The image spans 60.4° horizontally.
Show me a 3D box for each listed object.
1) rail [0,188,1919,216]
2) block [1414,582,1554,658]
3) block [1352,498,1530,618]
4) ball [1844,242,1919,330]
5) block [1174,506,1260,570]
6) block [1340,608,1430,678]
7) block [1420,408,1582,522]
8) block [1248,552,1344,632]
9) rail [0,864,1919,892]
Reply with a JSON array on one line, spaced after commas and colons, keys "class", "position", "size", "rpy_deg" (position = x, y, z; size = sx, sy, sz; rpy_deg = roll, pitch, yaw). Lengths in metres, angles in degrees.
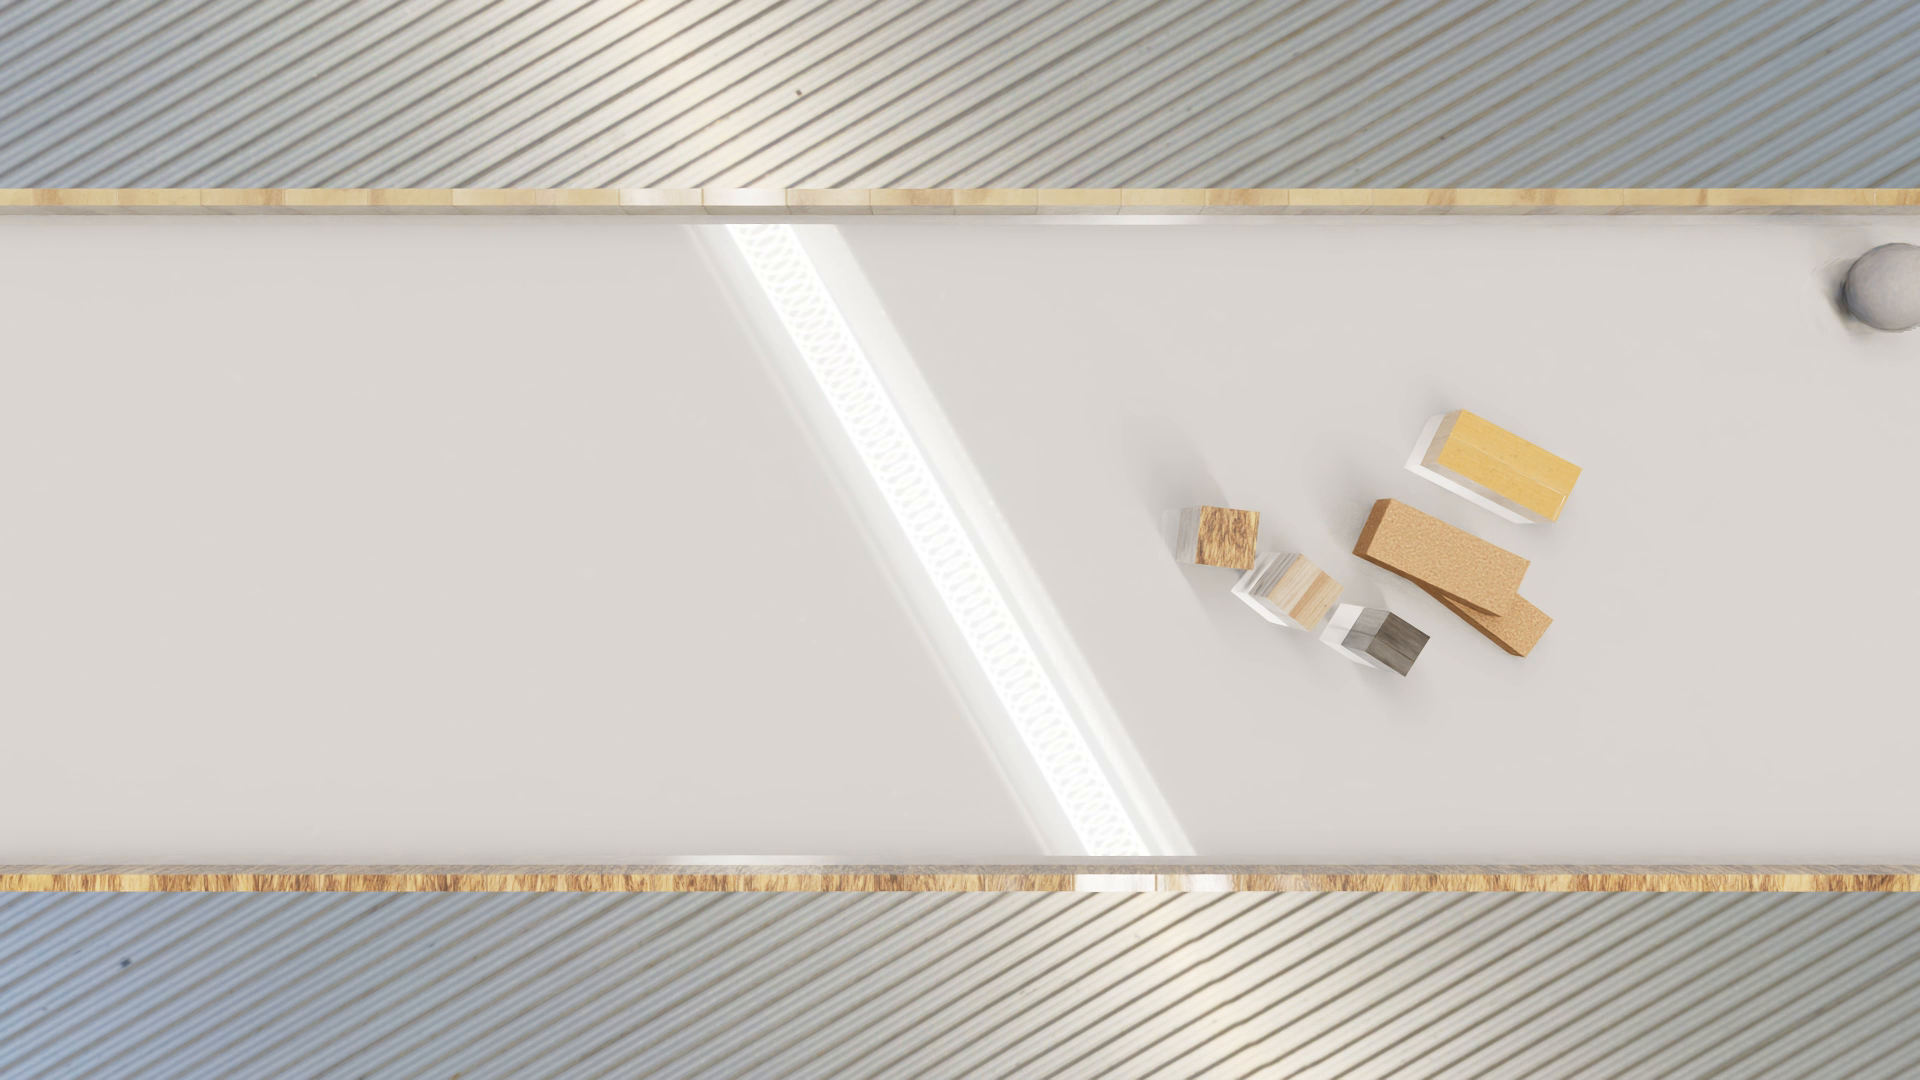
[{"class": "rail", "position": [-2.247, -1.025, 5.002], "size": [12.000, 0.150, 0.050], "rpy_deg": [0, 90, 0]}, {"class": "block", "position": [1.578, 0.179, 5.006], "size": [0.392, 0.140, 0.140], "rpy_deg": [37, 90, 0]}, {"class": "block", "position": [1.410, 0.052, 4.847], "size": [0.441, 0.178, 0.178], "rpy_deg": [25, 90, 0]}, {"class": "ball", "position": [2.799, -0.759, 4.946], "size": [0.261, 0.261, 0.261], "rpy_deg": [0, 90, 0]}, {"class": "block", "position": [0.753, -0.006, 4.857], "size": [0.165, 0.438, 0.165], "rpy_deg": [6, 90, 0]}, {"class": "block", "position": [1.266, 0.302, 4.923], "size": [0.137, 0.308, 0.137], "rpy_deg": [32, 90, 0]}, {"class": "block", "position": [1.632, -0.221, 4.988], "size": [0.397, 0.178, 0.178], "rpy_deg": [27, 90, 0]}, {"class": "block", "position": [0.999, 0.153, 4.918], "size": [0.162, 0.316, 0.162], "rpy_deg": [38, 90, 0]}, {"class": "rail", "position": [-2.247, 1.025, 5.001], "size": [12.000, 0.150, 0.050], "rpy_deg": [0, 90, 0]}]
